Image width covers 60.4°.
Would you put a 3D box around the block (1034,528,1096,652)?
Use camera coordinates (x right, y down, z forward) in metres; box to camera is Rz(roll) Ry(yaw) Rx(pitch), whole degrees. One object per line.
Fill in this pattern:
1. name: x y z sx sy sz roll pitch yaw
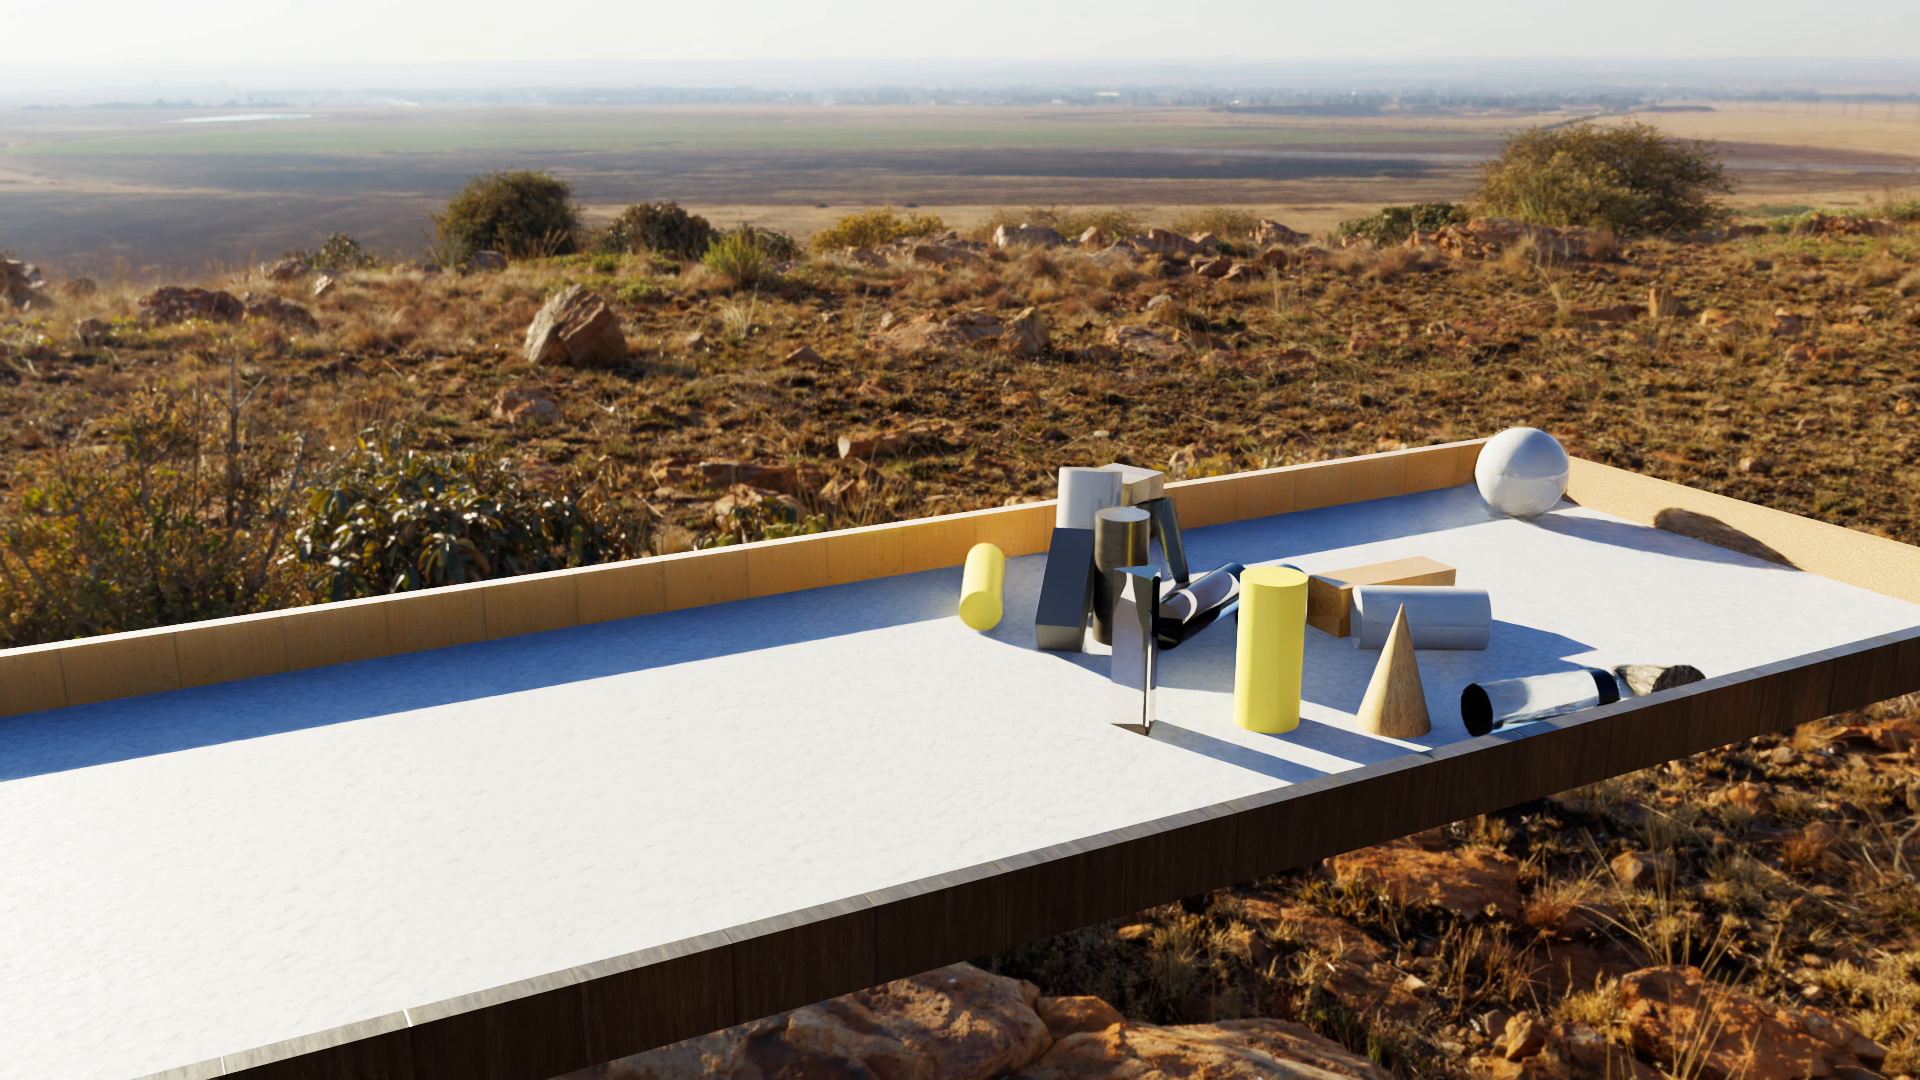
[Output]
1. block: 0.288 0.131 4.408 0.115 0.115 0.326 4 52 13

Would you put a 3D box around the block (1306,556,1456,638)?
1. block: 1.170 0.155 4.581 0.405 0.139 0.139 -8 18 -26

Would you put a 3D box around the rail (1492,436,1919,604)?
1. rail: 2.466 -0.048 5.253 0.050 0.150 2.100 -9 18 -27

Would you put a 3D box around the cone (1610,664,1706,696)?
1. cone: 1.683 0.344 4.060 0.142 0.142 0.381 -1 6 -3

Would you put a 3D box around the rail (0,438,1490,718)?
1. rail: -3.305 0.497 3.399 12.000 0.150 0.050 -9 18 -27

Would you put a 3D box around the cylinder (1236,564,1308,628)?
1. cylinder: 0.861 0.174 4.517 0.139 0.139 0.303 7 18 23

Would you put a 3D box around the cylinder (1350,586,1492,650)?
1. cylinder: 1.213 0.206 4.356 0.331 0.169 0.169 1 16 2

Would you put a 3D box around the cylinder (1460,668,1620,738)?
1. cylinder: 1.351 0.379 3.840 0.341 0.127 0.127 -5 17 -17

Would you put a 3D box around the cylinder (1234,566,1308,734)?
1. cylinder: 0.723 0.256 3.849 0.153 0.359 0.153 0 16 0

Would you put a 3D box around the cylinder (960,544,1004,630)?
1. cylinder: 0.067 0.129 4.710 0.116 0.116 0.453 1 16 2

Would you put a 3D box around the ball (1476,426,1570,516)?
1. ball: 1.910 -0.232 5.603 0.305 0.305 0.305 0 16 0

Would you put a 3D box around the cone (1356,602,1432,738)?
1. cone: 1.020 0.287 3.841 0.174 0.304 0.174 0 16 0

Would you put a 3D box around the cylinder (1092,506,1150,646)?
1. cylinder: 0.431 0.097 4.408 0.145 0.346 0.145 0 17 0

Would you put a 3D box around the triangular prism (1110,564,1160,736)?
1. triangular prism: 0.426 0.250 3.826 0.097 0.382 0.112 -16 23 -43

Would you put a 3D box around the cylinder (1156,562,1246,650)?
1. cylinder: 0.657 0.178 4.523 0.129 0.129 0.435 11 20 33

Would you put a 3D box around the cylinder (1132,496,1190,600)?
1. cylinder: 0.574 0.037 4.659 0.116 0.301 0.116 -13 5 1

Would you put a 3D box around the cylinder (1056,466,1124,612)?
1. cylinder: 0.356 -0.004 4.631 0.178 0.389 0.178 3 6 0

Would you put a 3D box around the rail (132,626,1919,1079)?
1. rail: -2.336 1.006 1.665 12.000 0.150 0.050 -9 18 -27

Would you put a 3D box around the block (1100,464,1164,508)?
1. block: 0.468 -0.028 4.840 0.180 0.345 0.180 13 21 38
